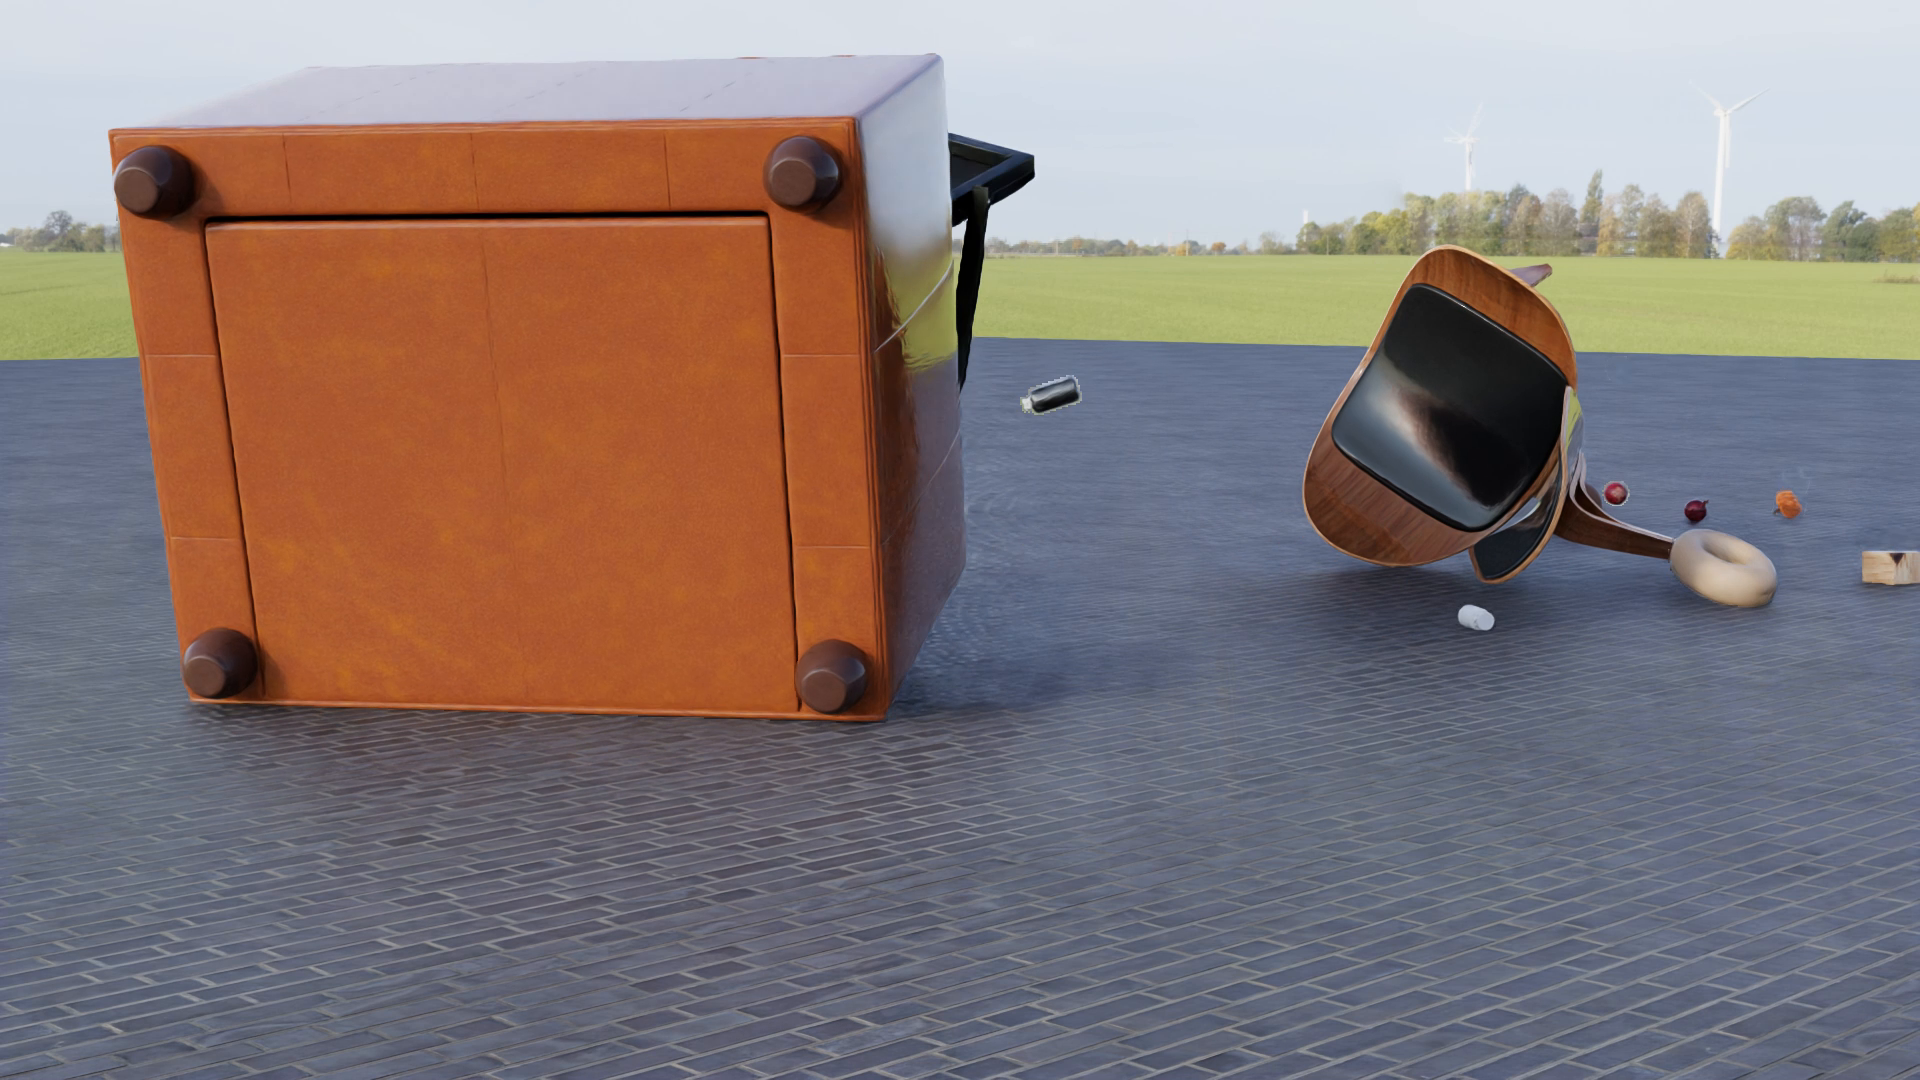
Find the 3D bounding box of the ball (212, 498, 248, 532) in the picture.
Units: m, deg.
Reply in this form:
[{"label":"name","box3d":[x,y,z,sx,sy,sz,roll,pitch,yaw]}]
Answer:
[{"label":"ball","box3d":[-1.877,-0.063,6.591,0.089,0.089,0.089,0,6,0]}]

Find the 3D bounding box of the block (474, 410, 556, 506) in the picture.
[{"label":"block","box3d":[-1.297,-0.241,7.476,0.165,0.236,0.193,6,12,17]}]

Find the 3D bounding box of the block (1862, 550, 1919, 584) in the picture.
[{"label":"block","box3d":[1.998,0.058,5.502,0.075,0.066,0.095,-2,4,-23]}]

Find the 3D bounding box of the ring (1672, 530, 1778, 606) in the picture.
[{"label":"ring","box3d":[1.542,0.056,5.182,0.170,0.087,0.242,-12,32,-29]}]
